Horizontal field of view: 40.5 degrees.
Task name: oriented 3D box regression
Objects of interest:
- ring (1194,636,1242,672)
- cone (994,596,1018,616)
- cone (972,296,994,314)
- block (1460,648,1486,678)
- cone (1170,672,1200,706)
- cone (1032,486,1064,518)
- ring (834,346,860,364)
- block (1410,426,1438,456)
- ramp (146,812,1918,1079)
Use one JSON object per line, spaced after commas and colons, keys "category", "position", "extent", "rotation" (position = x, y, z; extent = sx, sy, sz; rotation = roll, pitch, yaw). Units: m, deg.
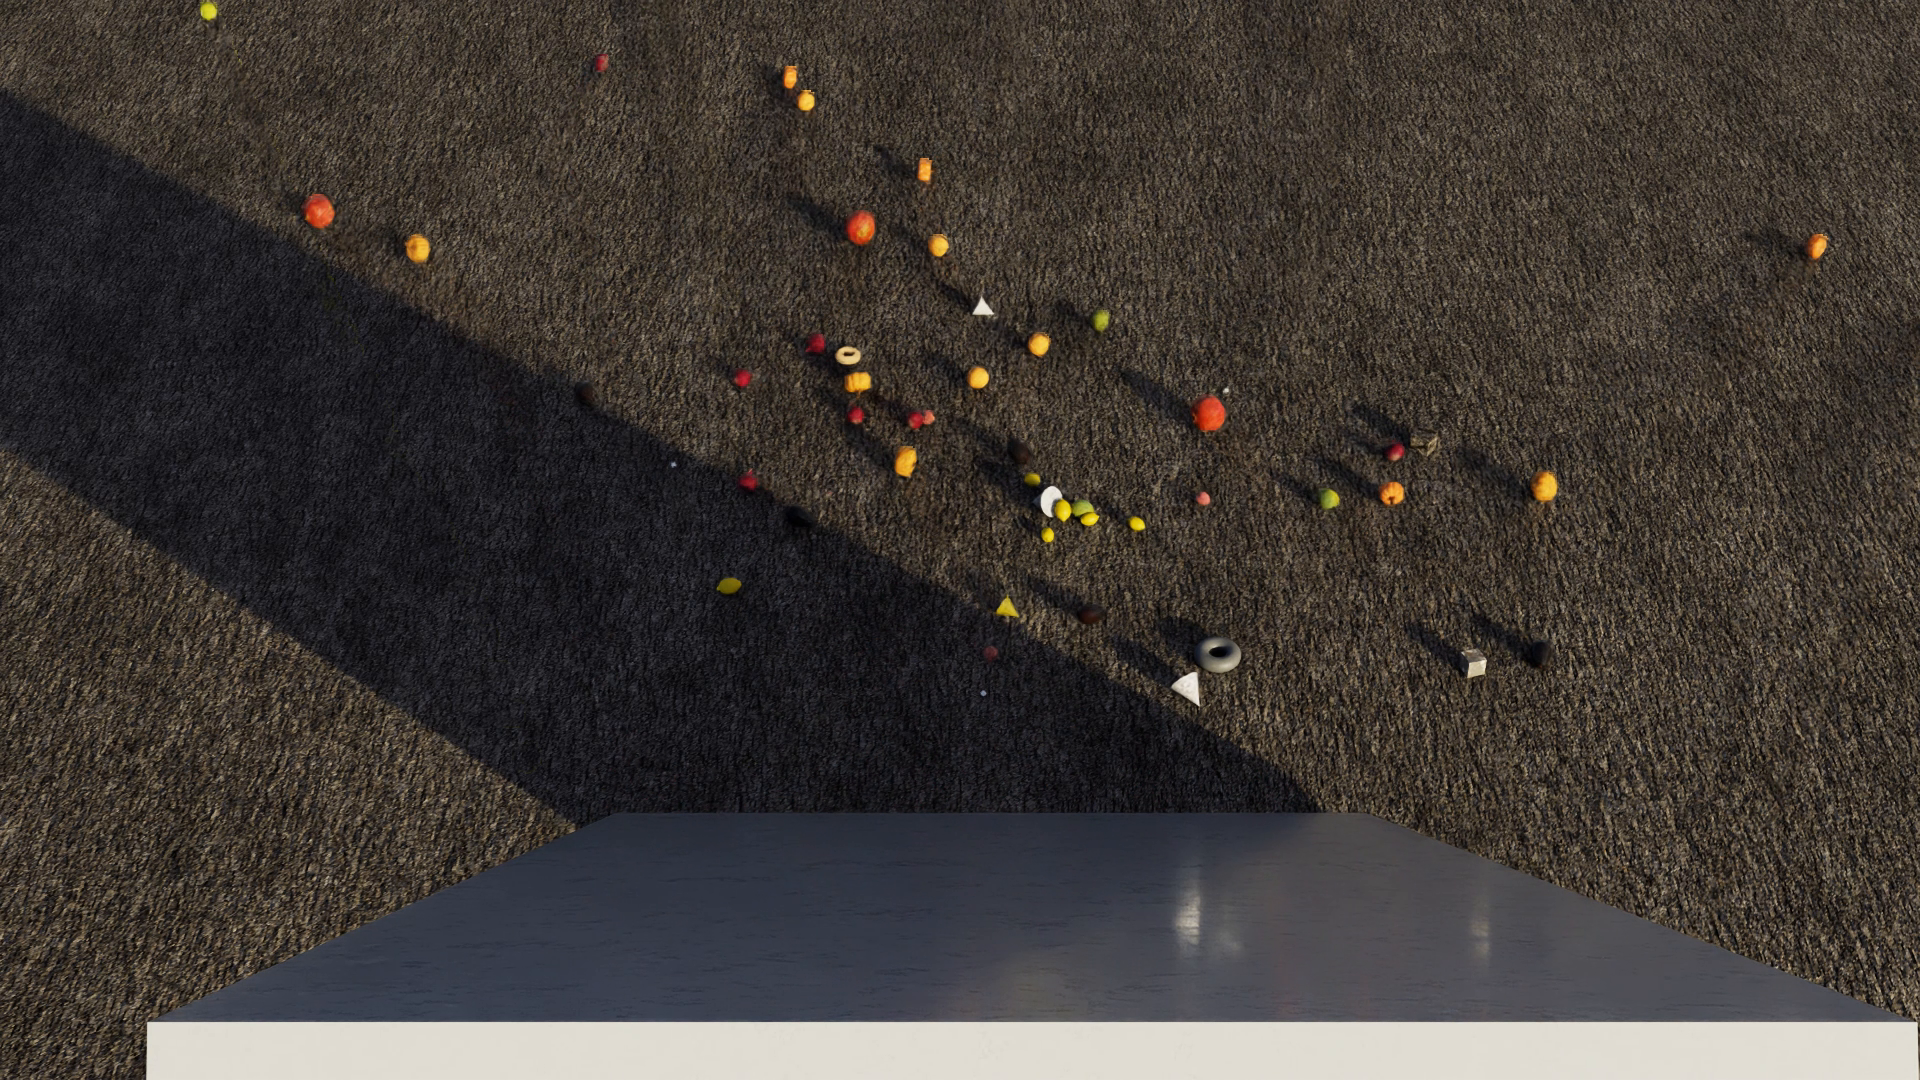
{"category": "ring", "position": [0.747, 0.333, 7.547], "extent": [0.137, 0.046, 0.137], "rotation": [-1, 38, 1]}
{"category": "cone", "position": [0.149, 0.209, 7.722], "extent": [0.066, 0.066, 0.066], "rotation": [36, 44, 1]}
{"category": "cone", "position": [0.089, -0.801, 9.052], "extent": [0.072, 0.072, 0.072], "rotation": [27, 37, -8]}
{"category": "block", "position": [1.480, 0.355, 7.509], "extent": [0.054, 0.054, 0.054], "rotation": [-11, 39, -14]}
{"category": "cone", "position": [0.660, 0.438, 7.413], "extent": [0.088, 0.088, 0.088], "rotation": [-21, 68, -25]}
{"category": "cone", "position": [0.255, -0.119, 8.143], "extent": [0.096, 0.096, 0.096], "rotation": [0, 27, 48]}
{"category": "ring", "position": [-0.381, -0.625, 8.823], "extent": [0.088, 0.029, 0.088], "rotation": [1, 38, -1]}
{"category": "block", "position": [1.495, -0.319, 8.390], "extent": [0.064, 0.064, 0.064], "rotation": [23, 43, 28]}
{"category": "ramp", "position": [0.082, 0.686, 4.936], "extent": [2.000, 0.100, 4.000], "rotation": [0, -3, 0]}
